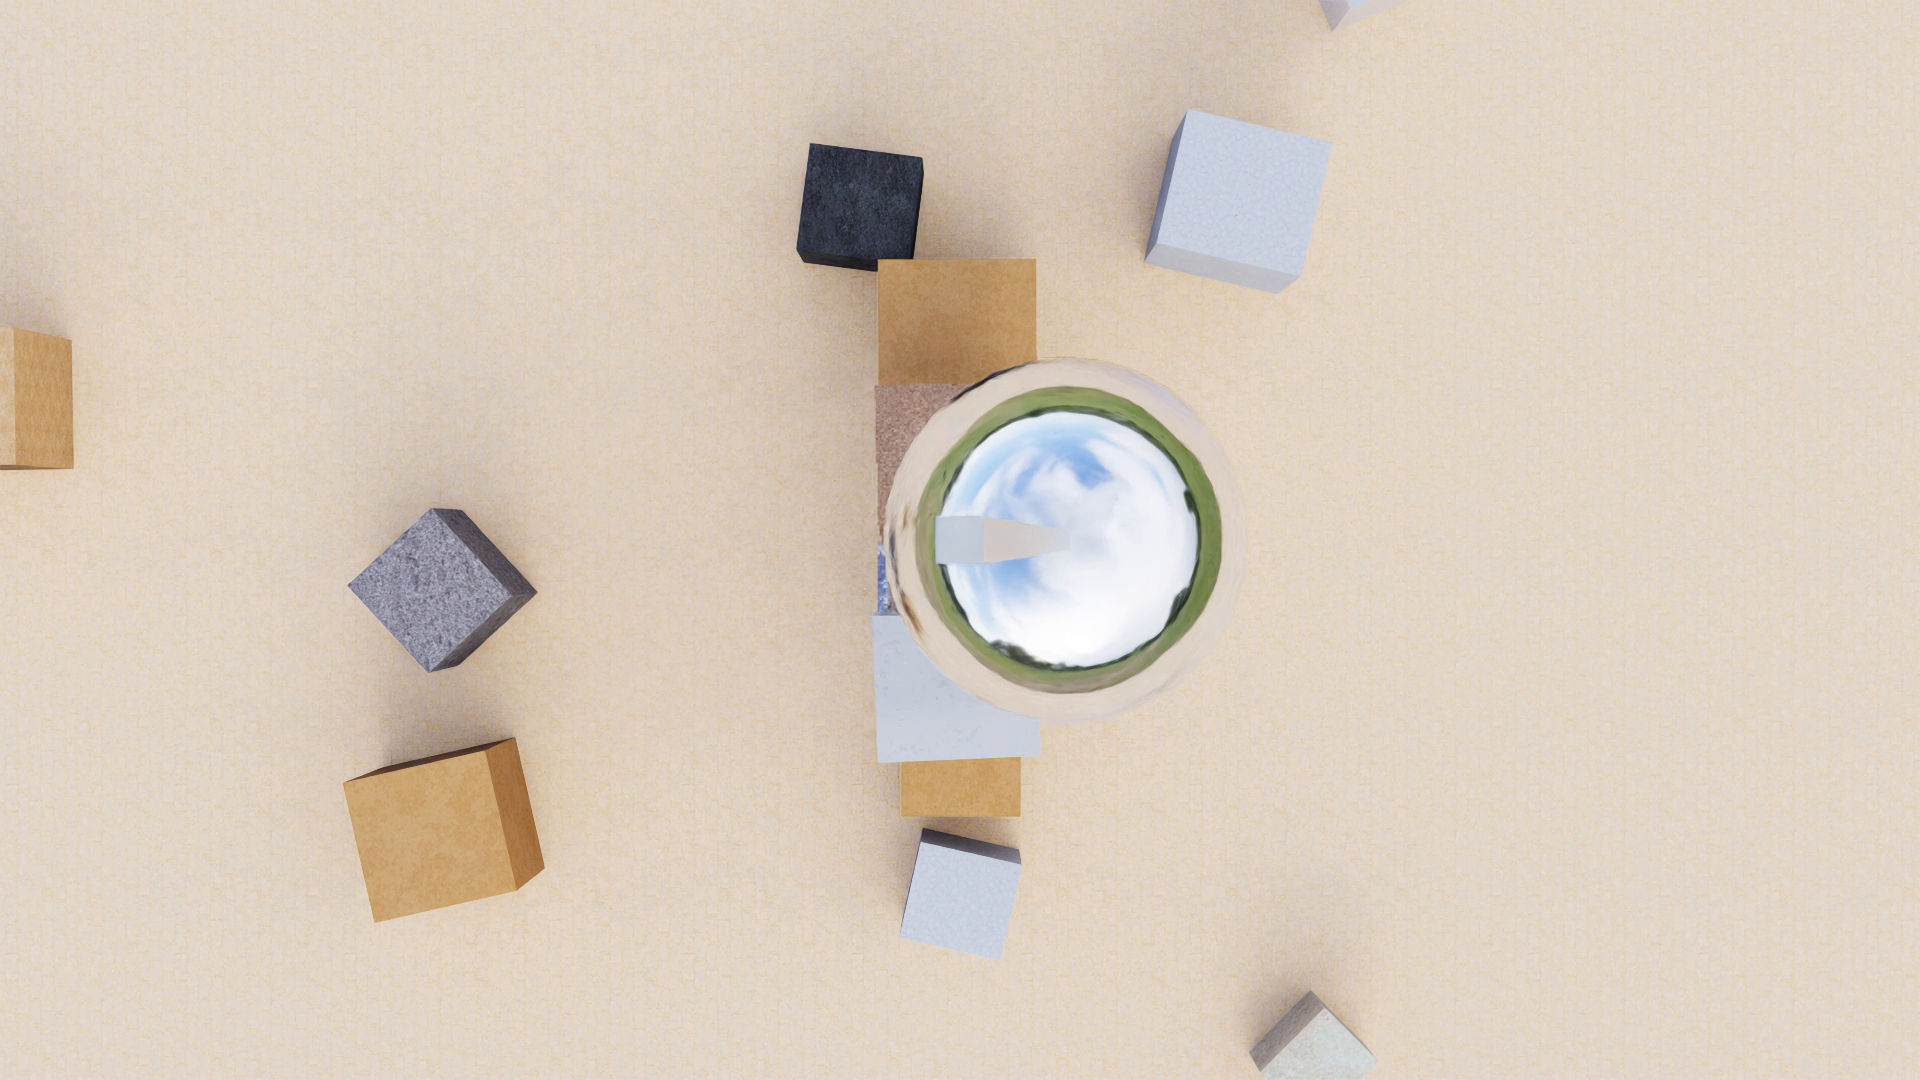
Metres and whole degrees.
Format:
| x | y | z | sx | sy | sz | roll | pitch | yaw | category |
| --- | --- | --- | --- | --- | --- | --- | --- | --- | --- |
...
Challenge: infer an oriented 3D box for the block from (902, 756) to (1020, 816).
| x | y | z | sx | sy | sz | roll | pitch | yaw | category |
| --- | --- | --- | --- | --- | --- | --- | --- | --- | --- |
| 0.005 | 1.241 | 12.707 | 0.674 | 0.587 | 0.642 | 0 | 90 | 0 | block |

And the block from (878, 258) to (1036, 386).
| x | y | z | sx | sy | sz | roll | pitch | yaw | category |
| --- | --- | --- | --- | --- | --- | --- | --- | --- | --- |
| -0.014 | -1.115 | 12.604 | 0.878 | 0.791 | 0.889 | 0 | 90 | 0 | block |

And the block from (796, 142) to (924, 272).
| x | y | z | sx | sy | sz | roll | pitch | yaw | category |
| --- | --- | --- | --- | --- | --- | --- | --- | --- | --- |
| -0.568 | -1.900 | 12.703 | 0.641 | 0.593 | 0.607 | 7 | 90 | 0 | block |

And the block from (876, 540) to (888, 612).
| x | y | z | sx | sy | sz | roll | pitch | yaw | category |
| --- | --- | --- | --- | --- | --- | --- | --- | --- | --- |
| -0.015 | 0.459 | 12.543 | 0.884 | 0.915 | 0.907 | 0 | 90 | 0 | block |

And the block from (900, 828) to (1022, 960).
| x | y | z | sx | sy | sz | roll | pitch | yaw | category |
| --- | --- | --- | --- | --- | --- | --- | --- | --- | --- |
| 0.004 | 2.034 | 12.691 | 0.585 | 0.617 | 0.551 | 13 | 90 | 0 | block |

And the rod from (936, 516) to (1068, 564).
| x | y | z | sx | sy | sz | roll | pitch | yaw | category |
| --- | --- | --- | --- | --- | --- | --- | --- | --- | --- |
| 0.199 | 0.000 | 6.273 | 0.080 | 5.200 | 0.080 | 0 | 90 | 4 | rod |

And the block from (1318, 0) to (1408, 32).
| x | y | z | sx | sy | sz | roll | pitch | yaw | category |
| --- | --- | --- | --- | --- | --- | --- | --- | --- | --- |
| 2.401 | -3.494 | 12.700 | 0.752 | 0.600 | 0.760 | -23 | 90 | 0 | block |

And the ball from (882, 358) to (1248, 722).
| x | y | z | sx | sy | sz | roll | pitch | yaw | category |
| --- | --- | --- | --- | --- | --- | --- | --- | --- | --- |
| 0.460 | 0.000 | 9.663 | 1.600 | 1.600 | 1.600 | 0 | 90 | 0 | ball |

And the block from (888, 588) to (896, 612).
| x | y | z | sx | sy | sz | roll | pitch | yaw | category |
| --- | --- | --- | --- | --- | --- | --- | --- | --- | --- |
| -0.038 | 0.406 | 11.709 | 0.668 | 0.752 | 0.713 | -1 | 90 | 0 | block |

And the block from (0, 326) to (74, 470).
| x | y | z | sx | sy | sz | roll | pitch | yaw | category |
| --- | --- | --- | --- | --- | --- | --- | --- | --- | --- |
| -5.611 | -0.795 | 12.600 | 0.732 | 0.800 | 0.764 | -1 | 90 | 0 | block |

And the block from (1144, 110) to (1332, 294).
| x | y | z | sx | sy | sz | roll | pitch | yaw | category |
| --- | --- | --- | --- | --- | --- | --- | --- | --- | --- |
| 1.567 | -1.913 | 12.554 | 0.818 | 0.891 | 0.757 | 13 | 90 | 0 | block |

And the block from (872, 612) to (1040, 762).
| x | y | z | sx | sy | sz | roll | pitch | yaw | category |
| --- | --- | --- | --- | --- | --- | --- | --- | --- | --- |
| -0.017 | 0.710 | 11.008 | 0.792 | 0.652 | 0.711 | -2 | 90 | 0 | block |

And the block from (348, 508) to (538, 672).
| x | y | z | sx | sy | sz | roll | pitch | yaw | category |
| --- | --- | --- | --- | --- | --- | --- | --- | --- | --- |
| -2.953 | 0.281 | 12.622 | 0.637 | 0.756 | 0.664 | -43 | 90 | 0 | block |

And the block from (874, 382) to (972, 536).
| x | y | z | sx | sy | sz | roll | pitch | yaw | category |
| --- | --- | --- | --- | --- | --- | --- | --- | --- | --- |
| -0.054 | -0.387 | 11.769 | 0.754 | 0.760 | 0.731 | -2 | 80 | 0 | block |

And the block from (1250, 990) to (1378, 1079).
| x | y | z | sx | sy | sz | roll | pitch | yaw | category |
| --- | --- | --- | --- | --- | --- | --- | --- | --- | --- |
| 2.045 | 2.997 | 12.753 | 0.436 | 0.493 | 0.520 | 45 | 90 | 0 | block |

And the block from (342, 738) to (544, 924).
| x | y | z | sx | sy | sz | roll | pitch | yaw | category |
| --- | --- | --- | --- | --- | --- | --- | --- | --- | --- |
| -2.934 | 1.642 | 12.583 | 0.808 | 0.834 | 0.796 | -13 | 90 | 0 | block |
